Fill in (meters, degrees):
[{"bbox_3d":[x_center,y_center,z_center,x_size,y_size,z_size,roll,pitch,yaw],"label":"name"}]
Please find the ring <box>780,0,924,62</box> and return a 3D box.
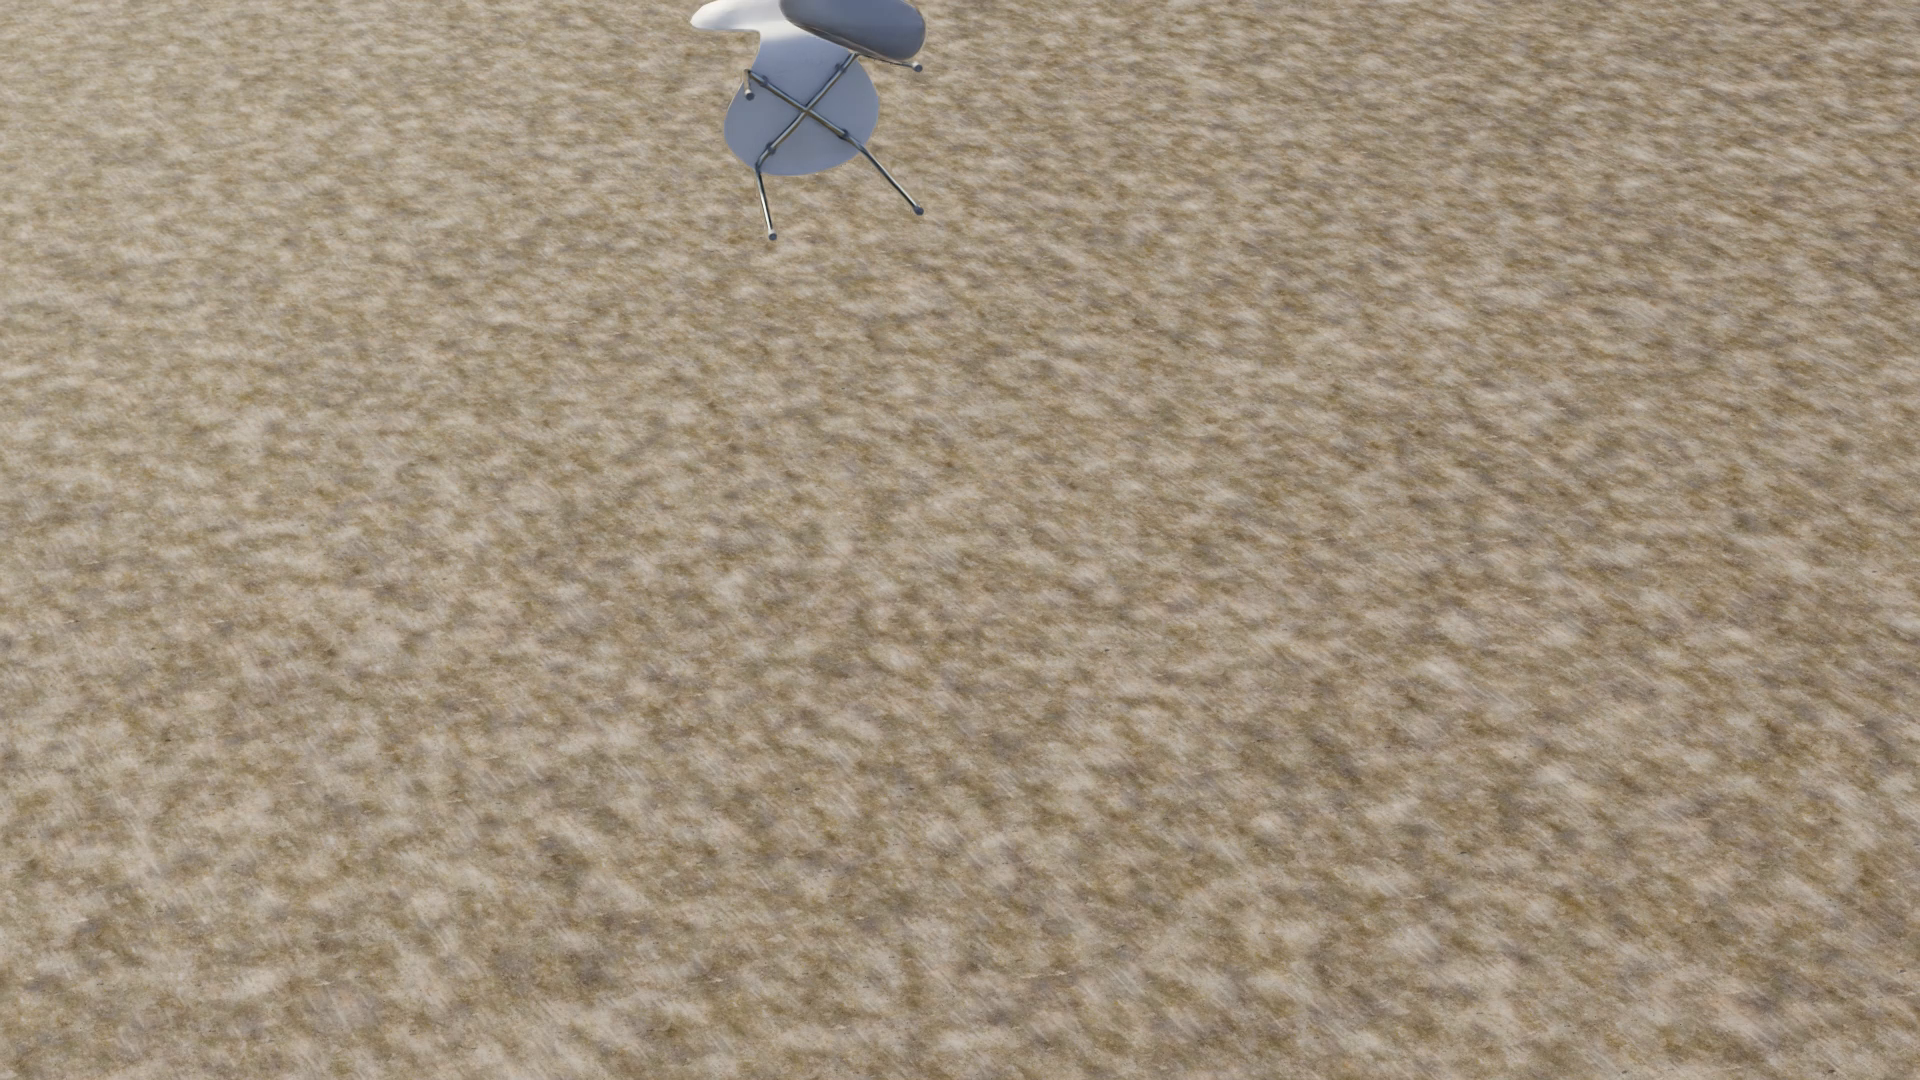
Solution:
[{"bbox_3d":[-0.266,-1.297,7.242,0.386,0.144,0.244,22,2,9],"label":"ring"}]
